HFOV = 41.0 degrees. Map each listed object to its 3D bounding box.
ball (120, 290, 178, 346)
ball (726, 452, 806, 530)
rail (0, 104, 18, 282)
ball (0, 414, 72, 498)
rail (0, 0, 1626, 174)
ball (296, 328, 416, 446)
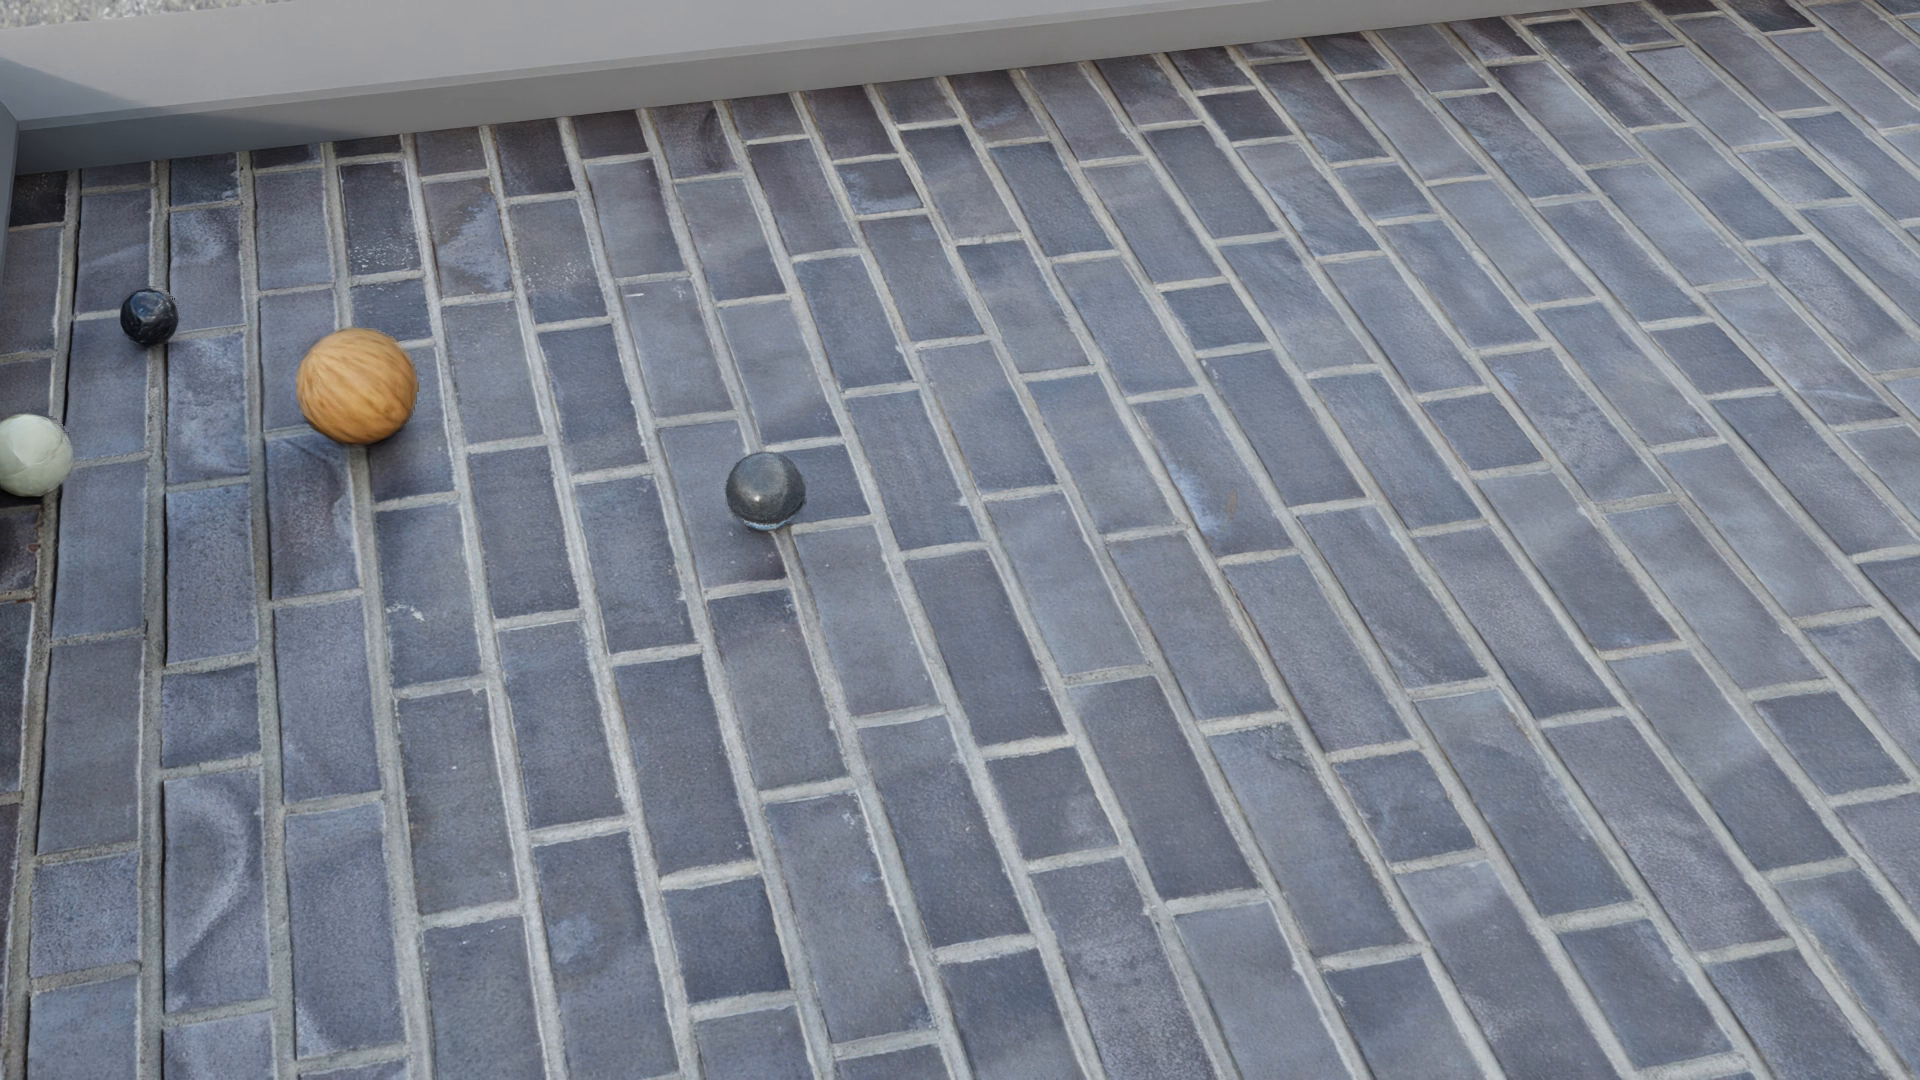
[{"bbox_3d":[-0.594,-0.163,1.879,0.041,0.041,0.041,0,36,0],"label":"ball"},{"bbox_3d":[-0.128,-0.032,1.687,0.052,0.052,0.052,0,36,0],"label":"ball"},{"bbox_3d":[-0.605,0.061,1.493,0.045,0.126,1.456,-8,36,-11],"label":"rail"},{"bbox_3d":[-0.624,-0.057,1.718,0.056,0.056,0.056,0,36,0],"label":"ball"},{"bbox_3d":[0.460,-0.515,2.296,2.589,0.126,0.045,-8,36,-11],"label":"rail"},{"bbox_3d":[-0.415,-0.105,1.765,0.080,0.080,0.080,0,36,0],"label":"ball"}]
